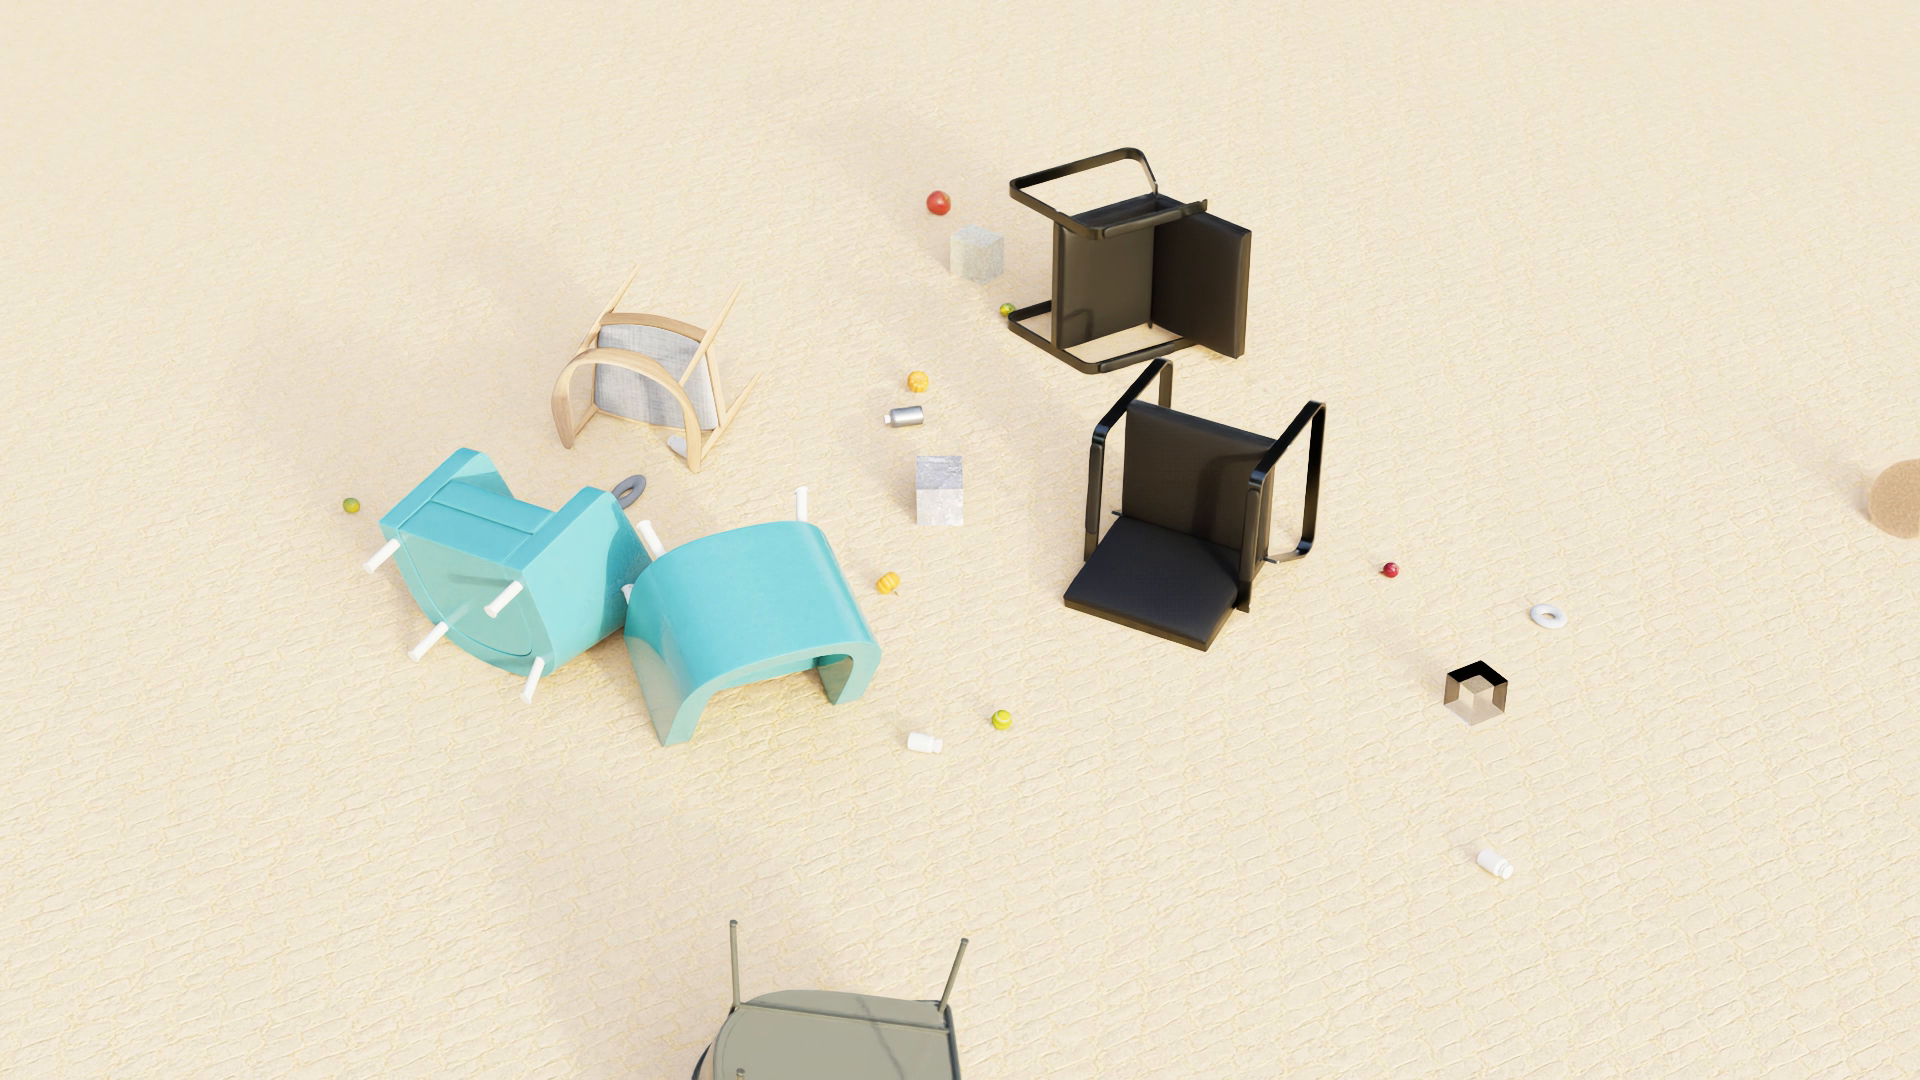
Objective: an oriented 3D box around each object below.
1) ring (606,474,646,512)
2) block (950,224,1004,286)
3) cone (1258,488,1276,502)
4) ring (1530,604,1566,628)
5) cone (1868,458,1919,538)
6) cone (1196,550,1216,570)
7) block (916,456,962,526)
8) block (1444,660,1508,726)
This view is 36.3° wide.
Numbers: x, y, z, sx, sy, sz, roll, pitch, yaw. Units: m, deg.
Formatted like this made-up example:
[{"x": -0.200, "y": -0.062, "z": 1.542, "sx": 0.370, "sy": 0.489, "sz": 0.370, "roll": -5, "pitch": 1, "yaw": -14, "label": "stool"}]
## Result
[{"x": -1.273, "y": -0.178, "z": 11.179, "sx": 0.108, "sy": 0.039, "sz": 0.264, "roll": 12, "pitch": 36, "yaw": 19, "label": "ring"}, {"x": 0.074, "y": -1.231, "z": 12.649, "sx": 0.180, "sy": 0.181, "sz": 0.146, "roll": 23, "pitch": 40, "yaw": 30, "label": "block"}, {"x": 1.173, "y": -0.179, "z": 11.162, "sx": 0.074, "sy": 0.060, "sz": 0.042, "roll": -12, "pitch": 35, "yaw": -17, "label": "cone"}, {"x": 2.108, "y": 0.274, "z": 10.504, "sx": 0.120, "sy": 0.028, "sz": 0.149, "roll": -16, "pitch": 36, "yaw": -22, "label": "ring"}, {"x": 3.613, "y": -0.130, "z": 11.031, "sx": 0.325, "sy": 0.308, "sz": 0.196, "roll": 6, "pitch": -11, "yaw": 41, "label": "cone"}, {"x": 0.892, "y": 0.072, "z": 10.808, "sx": 0.080, "sy": 0.067, "sz": 0.063, "roll": -7, "pitch": 5, "yaw": -22, "label": "cone"}, {"x": -0.077, "y": -0.187, "z": 11.082, "sx": 0.173, "sy": 0.161, "sz": 0.239, "roll": 0, "pitch": 33, "yaw": -1, "label": "block"}, {"x": 1.763, "y": 0.524, "z": 10.025, "sx": 0.151, "sy": 0.137, "sz": 0.144, "roll": -19, "pitch": 38, "yaw": -26, "label": "block"}]
